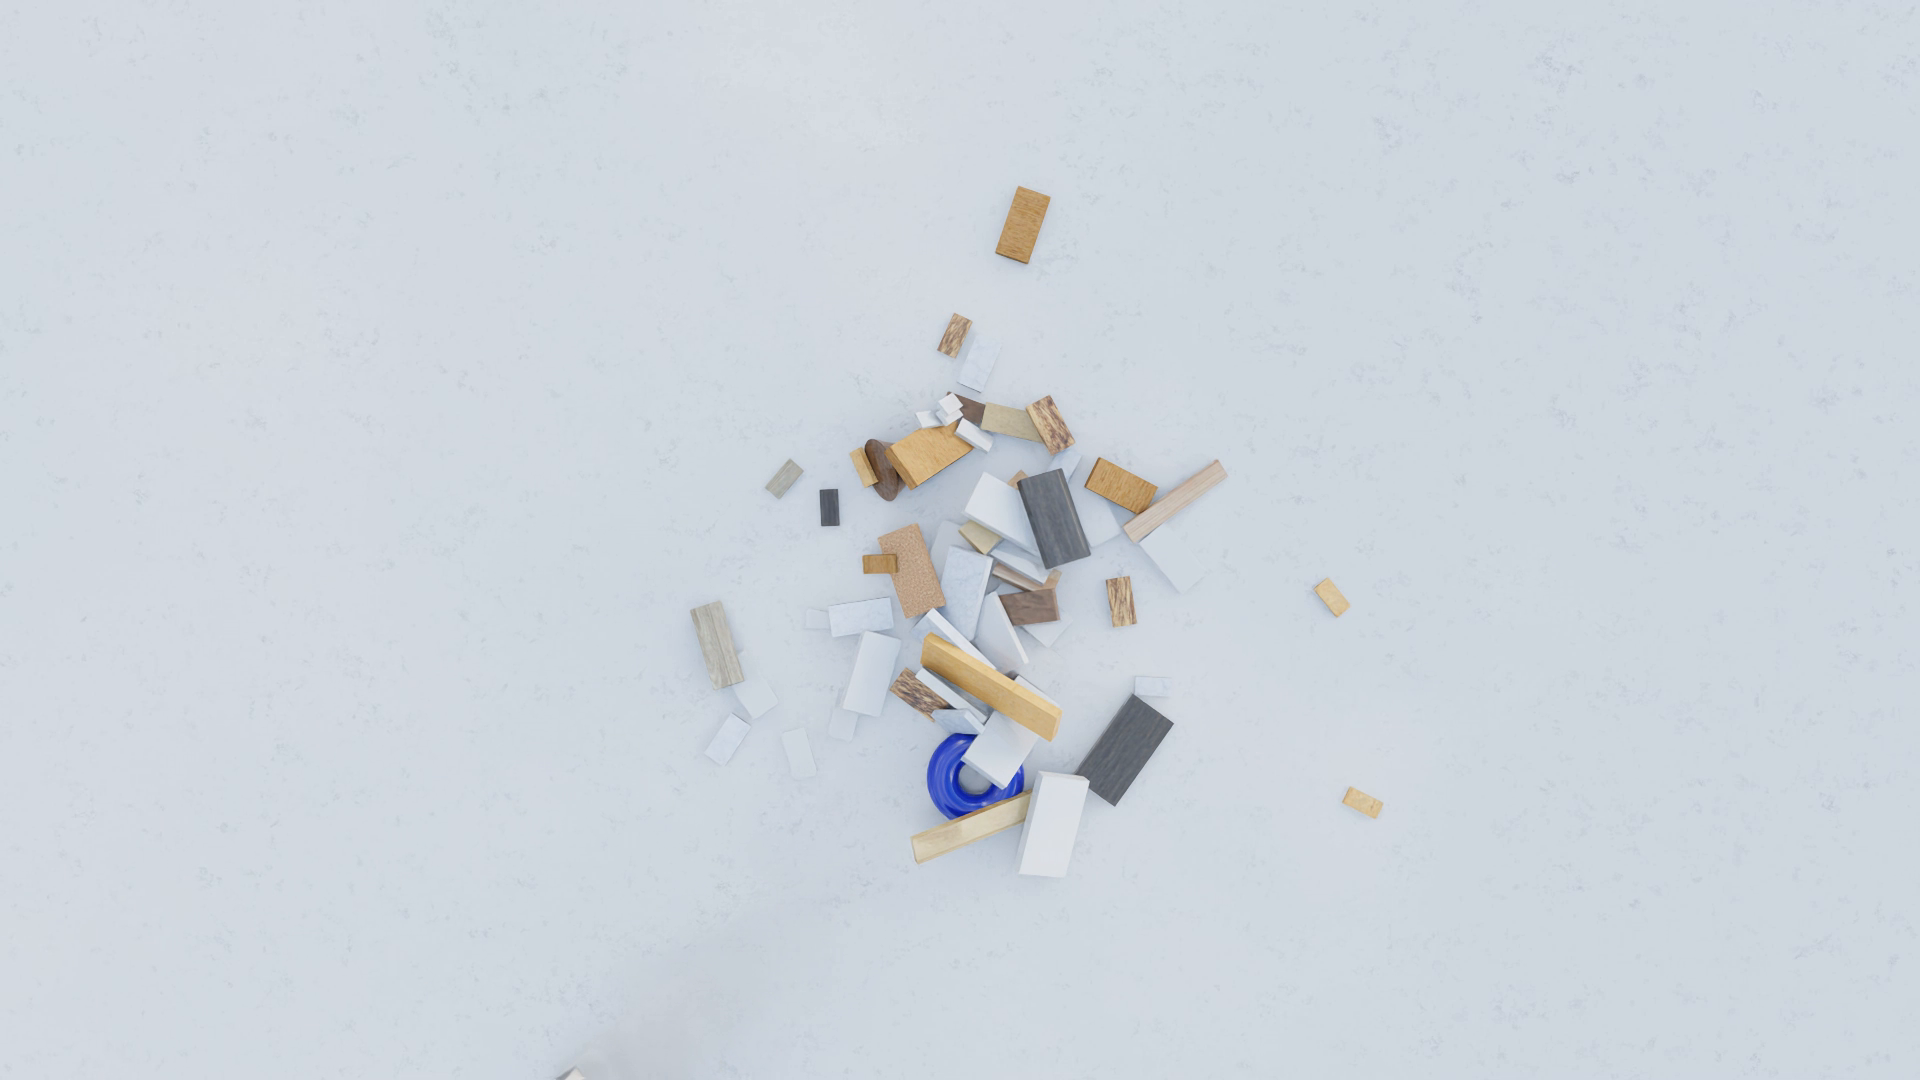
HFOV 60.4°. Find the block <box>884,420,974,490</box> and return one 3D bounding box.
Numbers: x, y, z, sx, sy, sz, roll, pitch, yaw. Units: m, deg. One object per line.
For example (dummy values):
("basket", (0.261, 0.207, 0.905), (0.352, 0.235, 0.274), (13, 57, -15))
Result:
("block", (-0.097, -0.294, 5.384), (0.303, 0.043, 0.152), (-35, 90, -41))

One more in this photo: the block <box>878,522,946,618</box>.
("block", (-0.159, 0.102, 5.442), (0.143, 0.041, 0.286), (-21, 87, 29))

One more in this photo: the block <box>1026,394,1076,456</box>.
("block", (0.299, -0.379, 5.456), (0.091, 0.026, 0.182), (-28, 88, -7))

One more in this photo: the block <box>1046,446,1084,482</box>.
("block", (0.335, -0.230, 5.471), (0.081, 0.023, 0.161), (29, 86, 19))

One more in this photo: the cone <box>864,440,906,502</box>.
("cone", (-0.170, -0.263, 5.452), (0.215, 0.215, 0.215), (-21, 90, -27))

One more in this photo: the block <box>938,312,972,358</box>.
("block", (-0.017, -0.680, 5.490), (0.068, 0.019, 0.137), (25, 90, 0))

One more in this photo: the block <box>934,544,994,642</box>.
("block", (0.005, 0.174, 5.412), (0.143, 0.041, 0.286), (20, 106, 24))

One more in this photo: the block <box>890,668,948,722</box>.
("block", (-0.134, 0.515, 5.487), (0.186, 0.026, 0.093), (37, 90, 0))

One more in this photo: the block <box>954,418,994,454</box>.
("block", (0.048, -0.344, 5.462), (0.128, 0.018, 0.064), (32, 52, -10))

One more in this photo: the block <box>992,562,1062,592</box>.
("block", (0.221, 0.113, 5.444), (0.210, 0.030, 0.105), (24, 68, 4))

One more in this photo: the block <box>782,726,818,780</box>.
("block", (-0.534, 0.710, 5.489), (0.081, 0.023, 0.162), (-16, 90, 0))

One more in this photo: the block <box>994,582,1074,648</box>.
("block", (0.237, 0.227, 5.462), (0.256, 0.036, 0.128), (41, 90, 9))

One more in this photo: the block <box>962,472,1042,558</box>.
("block", (0.172, -0.082, 5.401), (0.303, 0.043, 0.152), (29, 73, -9))

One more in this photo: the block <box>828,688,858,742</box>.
("block", (-0.381, 0.581, 5.489), (0.081, 0.023, 0.162), (13, 90, 0))

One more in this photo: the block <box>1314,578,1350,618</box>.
("block", (1.240, 0.191, 5.491), (0.061, 0.017, 0.122), (-39, 90, 0))

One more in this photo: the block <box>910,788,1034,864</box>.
("block", (0.110, 0.910, 5.380), (0.574, 0.026, 0.093), (-19, 113, -19))

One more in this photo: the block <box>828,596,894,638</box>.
("block", (-0.329, 0.255, 5.474), (0.207, 0.029, 0.104), (-8, 92, -6))

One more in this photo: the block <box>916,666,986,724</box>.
("block", (-0.029, 0.511, 5.433), (0.266, 0.133, 0.038), (37, 90, 0))

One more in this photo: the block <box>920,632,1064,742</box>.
("block", (0.098, 0.476, 5.362), (0.514, 0.133, 0.038), (30, 51, 18))

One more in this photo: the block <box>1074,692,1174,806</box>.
("block", (0.541, 0.696, 5.476), (0.170, 0.048, 0.339), (35, 90, 0))

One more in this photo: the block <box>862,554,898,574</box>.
("block", (-0.265, 0.080, 5.461), (0.123, 0.017, 0.062), (-2, 95, 28))

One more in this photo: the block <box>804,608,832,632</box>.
("block", (-0.451, 0.268, 5.491), (0.123, 0.017, 0.062), (10, 90, 0))

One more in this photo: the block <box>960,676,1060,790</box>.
("block", (0.166, 0.630, 5.407), (0.170, 0.048, 0.339), (36, 65, 0))

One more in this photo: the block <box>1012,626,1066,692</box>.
("block", (0.212, 0.379, 5.482), (0.257, 0.036, 0.128), (35, 90, 0))

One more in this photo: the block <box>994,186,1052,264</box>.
("block", (0.209, -1.047, 5.484), (0.116, 0.033, 0.232), (19, 90, 0))

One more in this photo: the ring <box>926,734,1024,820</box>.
("ring", (0.051, 0.786, 5.447), (0.326, 0.109, 0.326), (0, 89, 1))

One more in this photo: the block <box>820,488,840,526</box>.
("block", (-0.434, -0.107, 5.491), (0.062, 0.017, 0.123), (-3, 90, 0))

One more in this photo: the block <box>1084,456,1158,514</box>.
("block", (0.533, -0.176, 5.460), (0.221, 0.031, 0.111), (26, 90, -13))

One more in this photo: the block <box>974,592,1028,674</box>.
("block", (0.113, 0.313, 5.421), (0.128, 0.036, 0.257), (-28, 84, 26))

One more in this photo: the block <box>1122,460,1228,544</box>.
("block", (0.713, -0.129, 5.471), (0.390, 0.019, 0.068), (-35, 103, -4))

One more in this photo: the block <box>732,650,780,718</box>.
("block", (-0.700, 0.482, 5.485), (0.104, 0.029, 0.207), (-35, 90, 0))

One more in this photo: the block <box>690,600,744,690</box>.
("block", (-0.805, 0.349, 5.465), (0.103, 0.029, 0.279), (-18, 82, 2))

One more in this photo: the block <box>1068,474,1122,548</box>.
("block", (0.438, -0.098, 5.484), (0.111, 0.031, 0.221), (-26, 90, 0))

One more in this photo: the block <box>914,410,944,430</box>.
("block", (-0.093, -0.397, 5.401), (0.111, 0.016, 0.055), (-13, 68, -36))

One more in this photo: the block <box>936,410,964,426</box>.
("block", (-0.035, -0.414, 5.430), (0.016, 0.111, 0.055), (-38, 90, 33))

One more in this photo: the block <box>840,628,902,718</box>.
("block", (-0.295, 0.440, 5.458), (0.133, 0.038, 0.266), (16, 90, -22))

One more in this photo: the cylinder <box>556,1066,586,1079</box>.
("cylinder", (-1.272, 1.922, 5.356), (0.289, 0.289, 0.289), (-39, 90, 0))

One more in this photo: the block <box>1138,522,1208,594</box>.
("block", (0.707, 0.059, 5.484), (0.111, 0.031, 0.221), (-40, 90, 0))

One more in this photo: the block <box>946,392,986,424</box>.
("block", (0.012, -0.440, 5.490), (0.137, 0.019, 0.068), (20, 90, 0))

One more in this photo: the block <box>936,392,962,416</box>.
("block", (-0.036, -0.445, 5.430), (0.016, 0.111, 0.055), (-38, 90, 33))

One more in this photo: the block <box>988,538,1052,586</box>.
("block", (0.207, 0.056, 5.434), (0.210, 0.030, 0.105), (29, 68, 6))

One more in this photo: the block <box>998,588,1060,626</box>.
("block", (0.217, 0.223, 5.407), (0.210, 0.030, 0.105), (-8, 94, 22))

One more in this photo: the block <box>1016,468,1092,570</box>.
("block", (0.307, -0.070, 5.391), (0.152, 0.043, 0.303), (-16, 84, -18))

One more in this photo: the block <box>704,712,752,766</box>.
("block", (-0.772, 0.664, 5.489), (0.081, 0.023, 0.162), (34, 90, 0))

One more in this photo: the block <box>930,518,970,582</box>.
("block", (-0.042, 0.059, 5.484), (0.116, 0.033, 0.232), (20, 90, 0))

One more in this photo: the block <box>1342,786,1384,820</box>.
("block", (1.342, 0.875, 5.491), (0.122, 0.017, 0.061), (27, 90, 0))

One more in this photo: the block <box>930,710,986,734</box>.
("block", (-0.006, 0.595, 5.400), (0.093, 0.186, 0.026), (47, 61, -23))

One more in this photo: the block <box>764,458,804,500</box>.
("block", (-0.585, -0.203, 5.491), (0.064, 0.018, 0.128), (41, 90, 0))

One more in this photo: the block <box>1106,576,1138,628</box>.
("block", (0.537, 0.205, 5.489), (0.081, 0.023, 0.161), (-9, 90, 0))

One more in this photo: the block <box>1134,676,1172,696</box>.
("block", (0.643, 0.487, 5.491), (0.122, 0.017, 0.061), (3, 90, 0))

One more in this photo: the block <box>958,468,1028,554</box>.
("block", (0.138, -0.090, 5.437), (0.116, 0.033, 0.301), (45, 71, 0))

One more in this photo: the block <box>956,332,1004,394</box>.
("block", (0.066, -0.591, 5.487), (0.091, 0.026, 0.182), (23, 90, 0))

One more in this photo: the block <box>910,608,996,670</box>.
("block", (-0.026, 0.362, 5.431), (0.286, 0.143, 0.041), (44, 53, 0))

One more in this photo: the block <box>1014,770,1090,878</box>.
("block", (0.301, 0.936, 5.421), (0.170, 0.048, 0.339), (10, 99, -22))

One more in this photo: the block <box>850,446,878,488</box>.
("block", (-0.320, -0.240, 5.469), (0.018, 0.064, 0.128), (-24, 90, -35))

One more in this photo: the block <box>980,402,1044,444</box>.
("block", (0.198, -0.386, 5.477), (0.250, 0.026, 0.091), (13, 90, -5))
